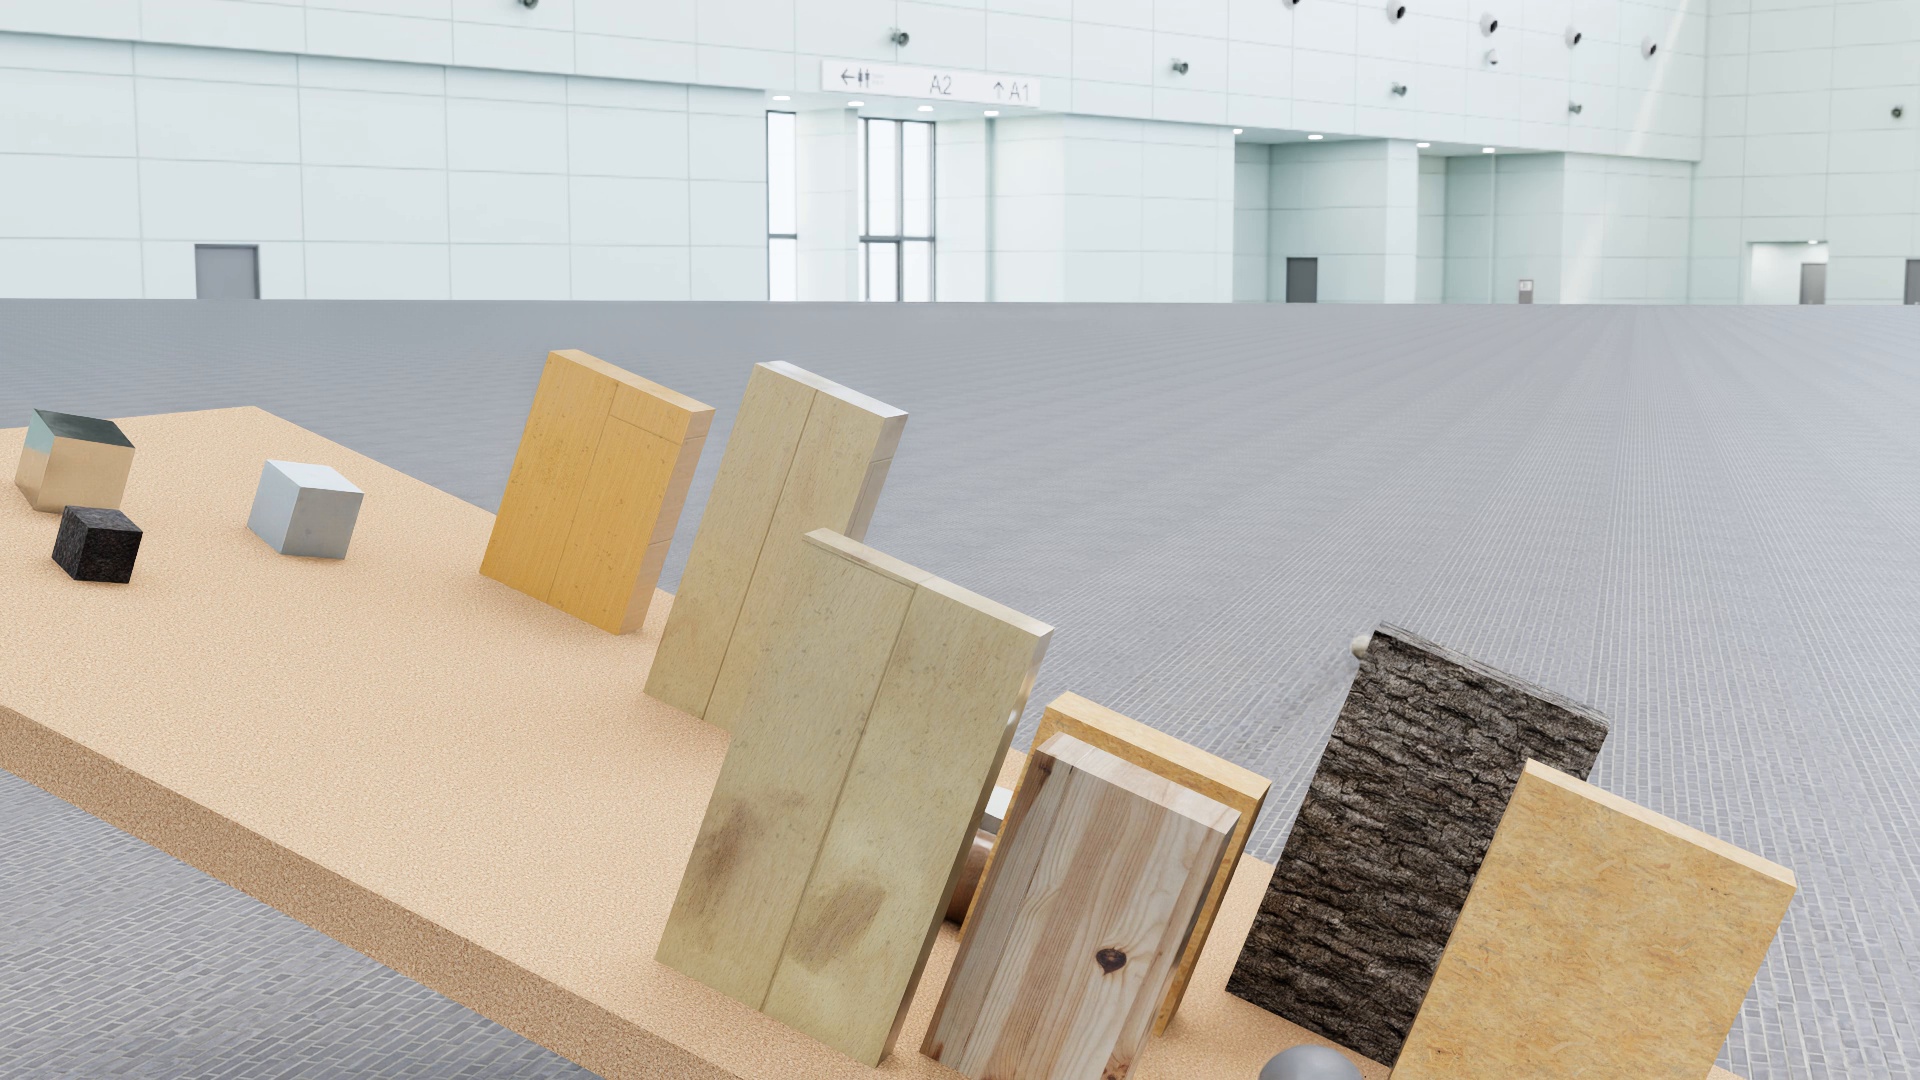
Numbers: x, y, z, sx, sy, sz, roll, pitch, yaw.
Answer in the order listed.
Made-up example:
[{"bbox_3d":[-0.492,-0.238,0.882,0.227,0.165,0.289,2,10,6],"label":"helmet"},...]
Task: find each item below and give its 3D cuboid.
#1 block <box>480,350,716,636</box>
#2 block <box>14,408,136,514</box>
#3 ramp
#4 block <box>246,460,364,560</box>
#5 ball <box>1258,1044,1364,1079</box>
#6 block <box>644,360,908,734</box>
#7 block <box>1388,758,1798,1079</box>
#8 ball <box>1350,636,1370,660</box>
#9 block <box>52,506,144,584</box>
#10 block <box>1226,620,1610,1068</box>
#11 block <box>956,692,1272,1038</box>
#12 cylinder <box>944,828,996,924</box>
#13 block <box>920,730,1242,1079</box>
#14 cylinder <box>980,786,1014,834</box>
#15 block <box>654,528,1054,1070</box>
[{"bbox_3d":[-0.813,-0.109,4.920,0.364,0.535,0.128,23,13,13],"label":"block"},{"bbox_3d":[-1.787,-0.151,4.438,0.160,0.160,0.160,9,16,-41],"label":"block"},{"bbox_3d":[-0.324,0.585,4.205,4.000,0.100,2.000,23,13,13],"label":"ramp"},{"bbox_3d":[-1.398,-0.065,4.697,0.154,0.154,0.154,6,19,-48],"label":"block"},{"bbox_3d":[0.567,0.911,3.548,0.189,0.189,0.189,0,7,0],"label":"ball"},{"bbox_3d":[-0.383,0.029,4.542,0.296,0.735,0.149,23,13,13],"label":"block"},{"bbox_3d":[0.937,0.770,3.427,0.422,0.748,0.100,23,13,13],"label":"block"},{"bbox_3d":[1.942,0.519,10.606,0.115,0.115,0.115,0,7,0],"label":"ball"},{"bbox_3d":[-1.623,0.009,4.138,0.107,0.107,0.107,6,19,-48],"label":"block"},{"bbox_3d":[0.840,0.584,4.067,0.442,0.749,0.119,23,13,13],"label":"block"},{"bbox_3d":[0.271,0.569,3.894,0.398,0.465,0.149,23,13,13],"label":"block"},{"bbox_3d":[-0.040,0.588,4.006,0.173,0.173,0.173,21,9,5],"label":"cylinder"},{"bbox_3d":[0.186,0.612,3.423,0.313,0.531,0.140,23,13,13],"label":"block"},{"bbox_3d":[0.059,0.582,4.169,0.179,0.179,0.179,19,12,-4],"label":"cylinder"},{"bbox_3d":[-0.168,0.393,3.352,0.390,0.725,0.087,23,13,13],"label":"block"}]
